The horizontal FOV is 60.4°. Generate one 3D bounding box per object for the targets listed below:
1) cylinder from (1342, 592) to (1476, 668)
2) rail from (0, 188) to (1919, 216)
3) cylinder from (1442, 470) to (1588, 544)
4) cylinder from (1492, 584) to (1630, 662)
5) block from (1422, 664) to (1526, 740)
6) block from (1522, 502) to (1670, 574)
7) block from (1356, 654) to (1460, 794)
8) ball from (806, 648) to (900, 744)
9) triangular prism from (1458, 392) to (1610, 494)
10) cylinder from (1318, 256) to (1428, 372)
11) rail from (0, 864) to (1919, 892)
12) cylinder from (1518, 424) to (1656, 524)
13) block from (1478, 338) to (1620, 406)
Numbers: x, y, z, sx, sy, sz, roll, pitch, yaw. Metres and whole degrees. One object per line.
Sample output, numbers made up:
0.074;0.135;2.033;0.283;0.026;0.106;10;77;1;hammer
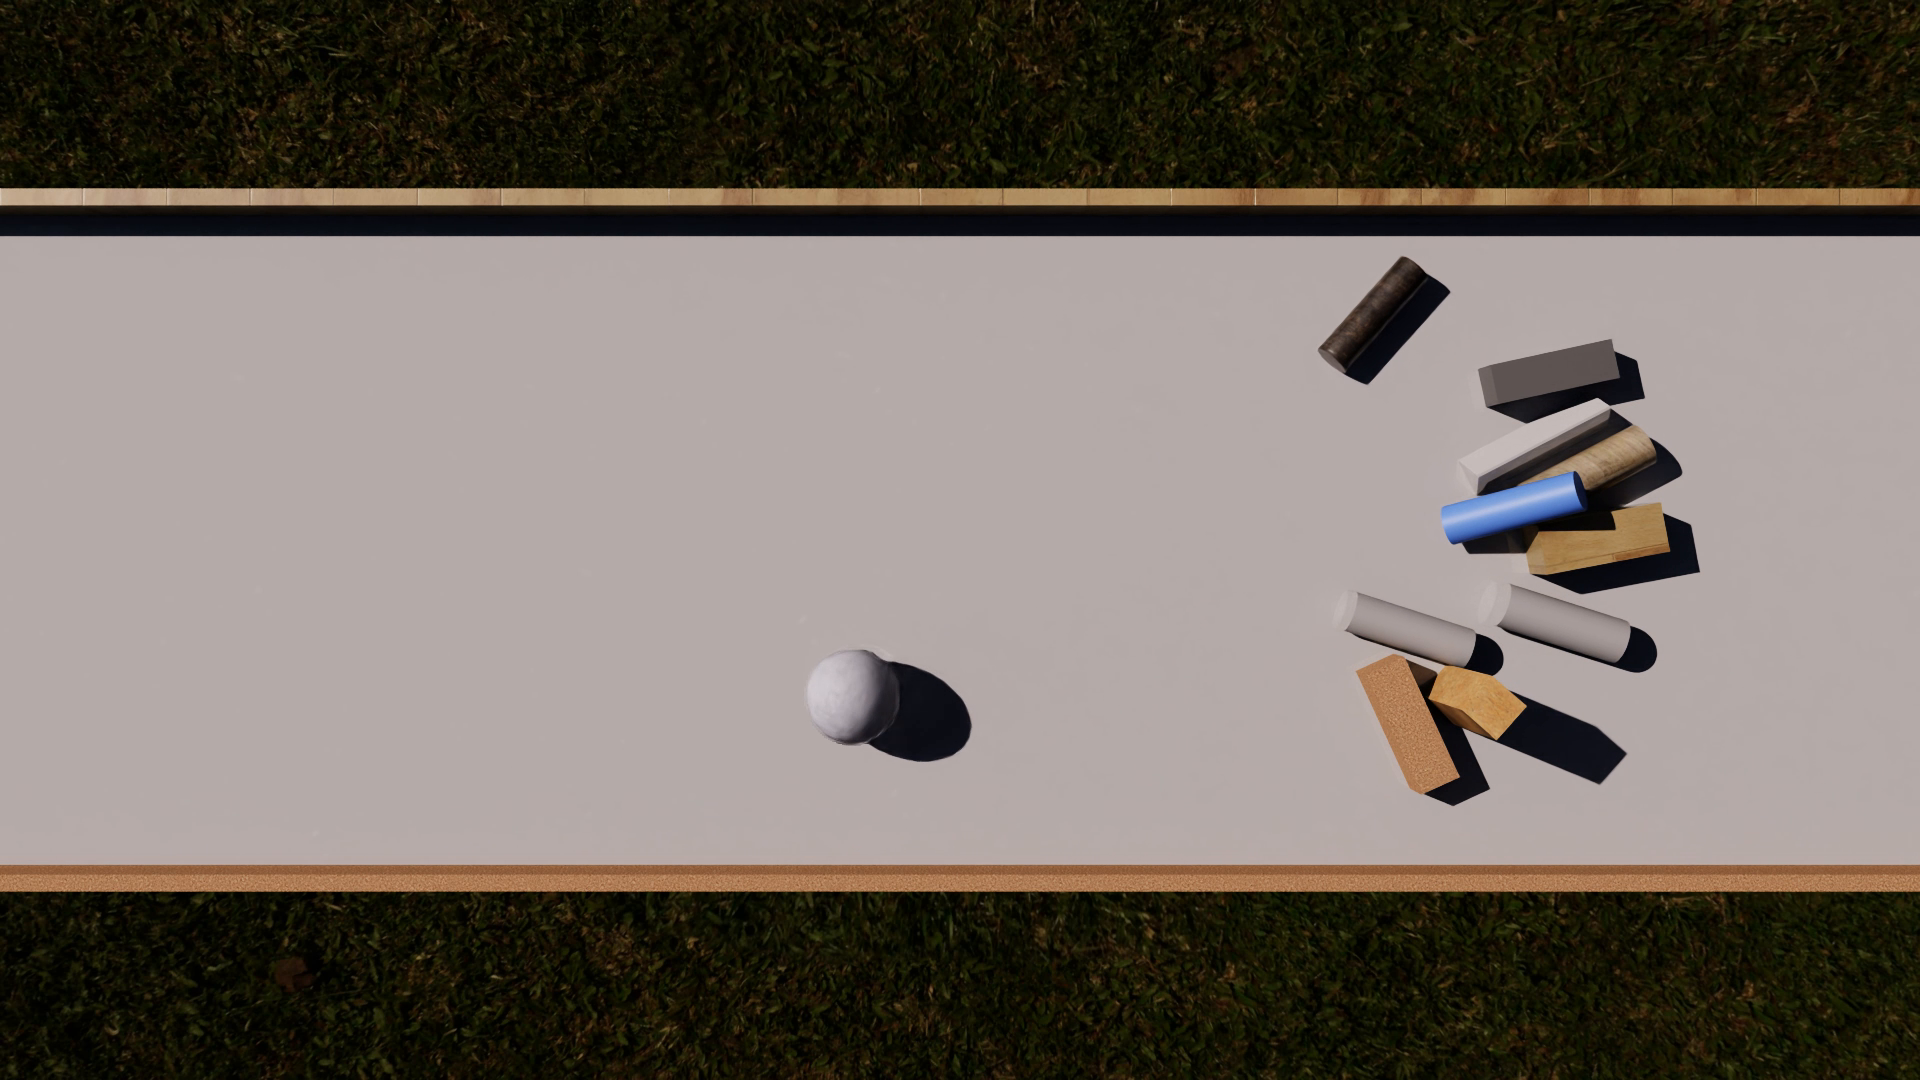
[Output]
1.363;0.274;5.014;0.375;0.125;0.125;18;90;0;cylinder
-2.247;-1.025;5.002;12.000;0.150;0.050;0;90;0;rail
1.650;-0.094;4.919;0.398;0.121;0.121;-17;90;32;cylinder
1.823;0.252;5.009;0.375;0.136;0.136;18;90;0;cylinder
1.504;0.473;4.858;0.128;0.438;0.128;41;90;0;block
1.924;-0.005;5.002;0.374;0.150;0.150;-11;90;0;block
1.359;0.557;5.013;0.127;0.127;0.398;-25;90;0;block
-0.319;0.467;4.935;0.283;0.283;0.283;0;90;0;ball
1.760;-0.296;5.022;0.452;0.103;0.119;-28;90;0;triangular prism
1.257;-0.686;5.021;0.110;0.110;0.376;42;90;0;cylinder
-2.247;1.025;5.001;12.000;0.150;0.050;0;90;0;rail
1.902;-0.200;5.008;0.388;0.136;0.136;-27;90;0;cylinder
1.789;-0.507;5.017;0.373;0.120;0.120;-12;90;0;block
